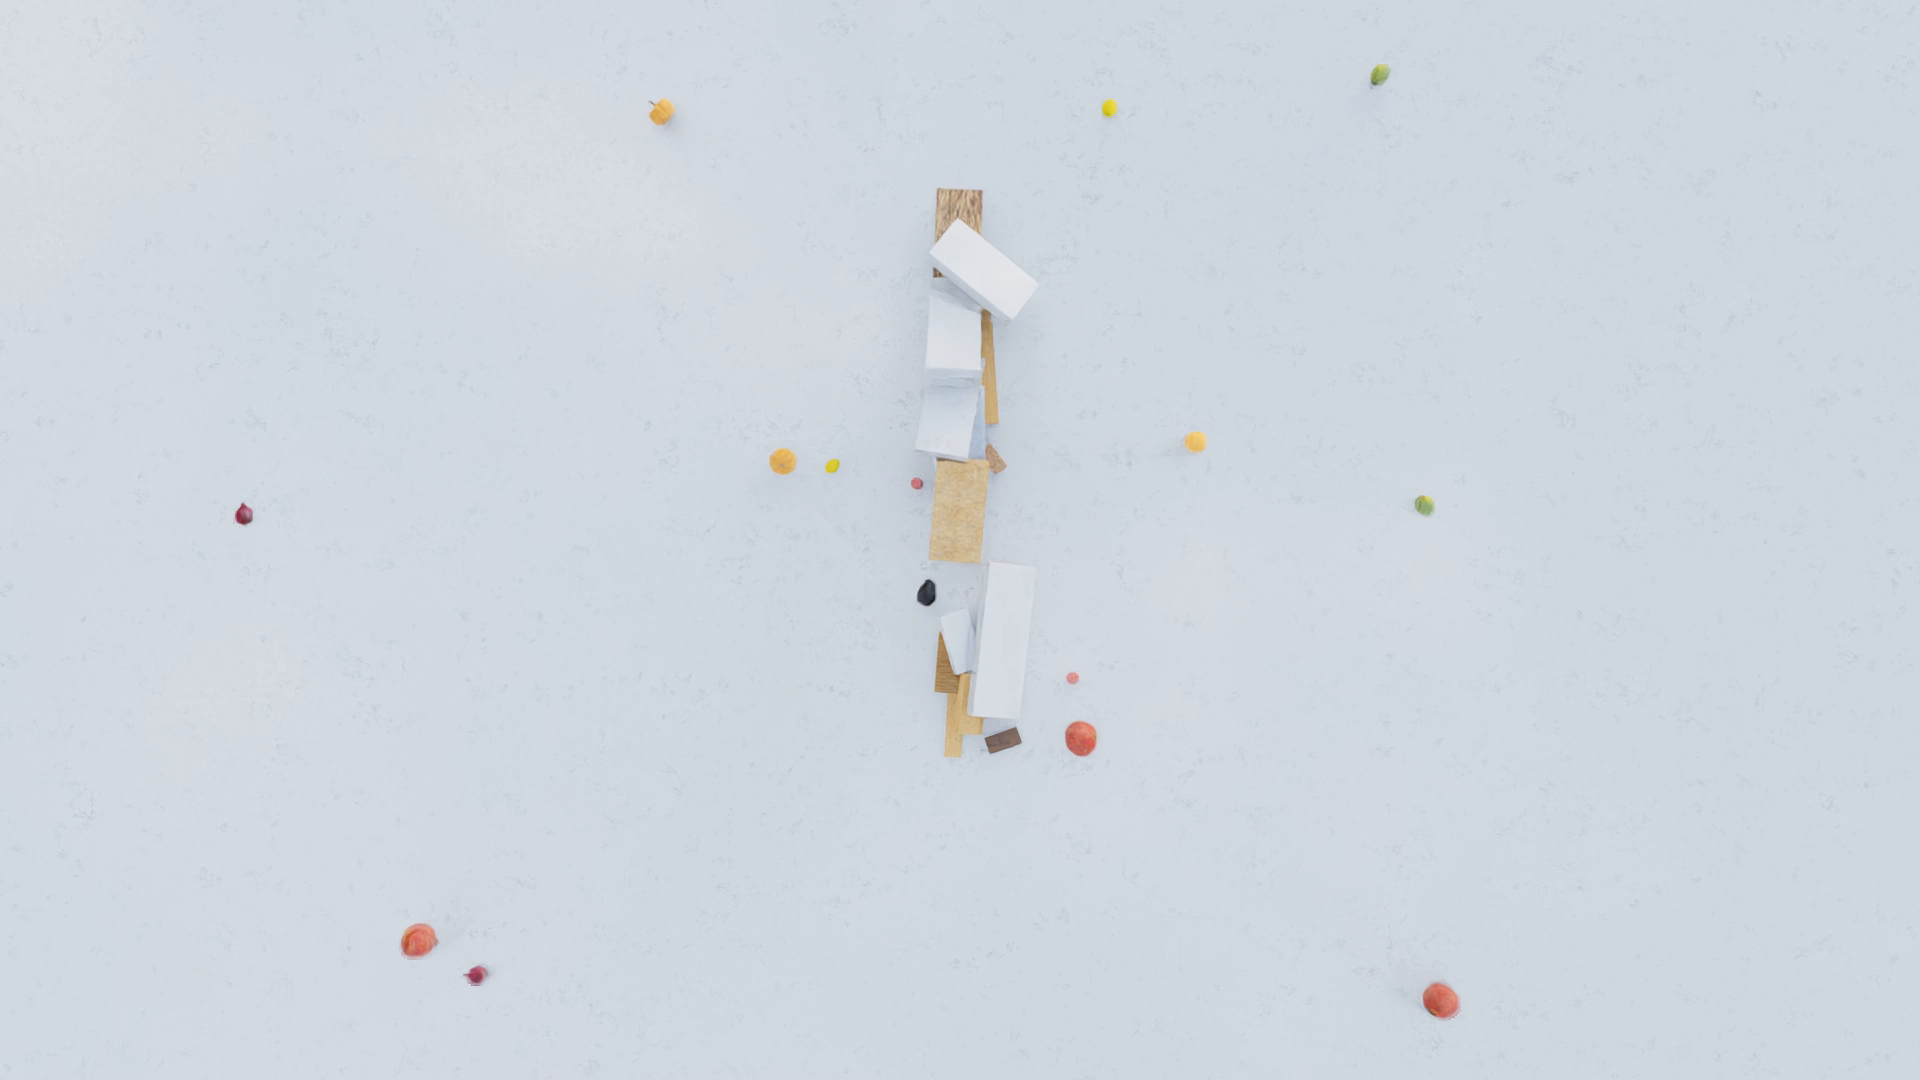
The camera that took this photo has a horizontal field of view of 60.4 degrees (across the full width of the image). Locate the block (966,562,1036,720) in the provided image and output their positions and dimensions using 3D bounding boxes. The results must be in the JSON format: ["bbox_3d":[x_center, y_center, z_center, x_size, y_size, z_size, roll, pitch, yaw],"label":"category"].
[{"bbox_3d":[0.138,0.331,5.443,0.171,0.049,0.507,6,90,-24],"label":"block"}]

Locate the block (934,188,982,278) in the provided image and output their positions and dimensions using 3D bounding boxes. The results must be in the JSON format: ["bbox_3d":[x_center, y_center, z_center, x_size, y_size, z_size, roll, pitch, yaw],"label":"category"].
[{"bbox_3d":[-0.006,-1.001,5.437,0.152,0.043,0.304,2,87,0],"label":"block"}]

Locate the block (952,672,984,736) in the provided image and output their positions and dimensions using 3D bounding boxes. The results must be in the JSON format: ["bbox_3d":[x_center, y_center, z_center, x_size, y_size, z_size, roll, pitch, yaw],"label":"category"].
[{"bbox_3d":[0.037,0.542,5.457,0.100,0.028,0.200,8,89,-37],"label":"block"}]

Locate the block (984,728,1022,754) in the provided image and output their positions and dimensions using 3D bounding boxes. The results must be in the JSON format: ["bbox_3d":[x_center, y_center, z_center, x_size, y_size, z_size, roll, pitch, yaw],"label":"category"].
[{"bbox_3d":[0.144,0.668,5.482,0.113,0.016,0.057,-19,76,-3],"label":"block"}]

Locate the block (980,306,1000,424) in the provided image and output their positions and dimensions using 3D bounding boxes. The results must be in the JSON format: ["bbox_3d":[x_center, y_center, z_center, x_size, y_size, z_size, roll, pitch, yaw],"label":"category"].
[{"bbox_3d":[0.033,-0.674,5.478,0.152,0.043,0.585,-4,90,0],"label":"block"}]

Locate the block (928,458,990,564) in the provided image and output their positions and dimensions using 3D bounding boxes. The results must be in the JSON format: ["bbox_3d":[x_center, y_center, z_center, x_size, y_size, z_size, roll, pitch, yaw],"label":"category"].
[{"bbox_3d":[-0.004,-0.096,5.416,0.172,0.049,0.344,5,110,-2],"label":"block"}]

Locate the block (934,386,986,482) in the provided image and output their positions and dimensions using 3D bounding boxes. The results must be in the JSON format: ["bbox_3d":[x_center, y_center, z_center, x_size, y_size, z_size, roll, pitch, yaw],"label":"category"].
[{"bbox_3d":[-0.003,-0.332,5.435,0.172,0.049,0.344,-1,93,0],"label":"block"}]

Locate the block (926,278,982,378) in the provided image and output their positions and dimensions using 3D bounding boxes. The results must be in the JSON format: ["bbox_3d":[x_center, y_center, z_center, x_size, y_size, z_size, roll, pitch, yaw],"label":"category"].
[{"bbox_3d":[-0.017,-0.691,5.344,0.171,0.049,0.343,3,65,0],"label":"block"}]

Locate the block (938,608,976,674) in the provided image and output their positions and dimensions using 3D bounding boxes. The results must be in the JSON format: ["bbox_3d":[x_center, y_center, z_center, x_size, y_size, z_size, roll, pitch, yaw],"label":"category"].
[{"bbox_3d":[0.002,0.332,5.429,0.100,0.028,0.200,-19,99,-20],"label":"block"}]

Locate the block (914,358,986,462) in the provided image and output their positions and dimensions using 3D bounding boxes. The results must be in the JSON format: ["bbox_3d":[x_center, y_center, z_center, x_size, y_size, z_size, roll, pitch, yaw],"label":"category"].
[{"bbox_3d":[-0.033,-0.436,5.358,0.172,0.049,0.344,10,75,3],"label":"block"}]

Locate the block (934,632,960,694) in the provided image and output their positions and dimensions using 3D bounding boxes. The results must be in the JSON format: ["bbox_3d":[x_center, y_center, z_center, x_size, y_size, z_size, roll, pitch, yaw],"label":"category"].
[{"bbox_3d":[-0.027,0.407,5.470,0.100,0.028,0.200,5,90,0],"label":"block"}]

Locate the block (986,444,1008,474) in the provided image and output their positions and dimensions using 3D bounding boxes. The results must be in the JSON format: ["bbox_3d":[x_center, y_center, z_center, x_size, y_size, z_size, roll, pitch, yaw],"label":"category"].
[{"bbox_3d":[0.110,-0.269,5.493,0.049,0.014,0.098,-37,90,0],"label":"block"}]

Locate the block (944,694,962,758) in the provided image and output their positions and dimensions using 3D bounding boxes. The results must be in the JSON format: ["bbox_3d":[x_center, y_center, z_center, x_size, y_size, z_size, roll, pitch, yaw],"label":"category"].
[{"bbox_3d":[-0.015,0.551,5.492,0.057,0.016,0.342,3,90,0],"label":"block"}]

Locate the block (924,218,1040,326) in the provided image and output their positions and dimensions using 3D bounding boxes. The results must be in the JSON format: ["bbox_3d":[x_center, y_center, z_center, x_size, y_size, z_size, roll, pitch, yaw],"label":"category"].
[{"bbox_3d":[0.072,-0.872,5.359,0.343,0.049,0.171,39,65,-5],"label":"block"}]

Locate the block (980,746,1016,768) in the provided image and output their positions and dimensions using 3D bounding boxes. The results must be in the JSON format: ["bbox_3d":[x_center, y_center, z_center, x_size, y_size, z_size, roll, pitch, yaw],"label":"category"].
[{"bbox_3d":[0.127,0.723,5.492,0.113,0.016,0.057,-6,90,0],"label":"block"}]

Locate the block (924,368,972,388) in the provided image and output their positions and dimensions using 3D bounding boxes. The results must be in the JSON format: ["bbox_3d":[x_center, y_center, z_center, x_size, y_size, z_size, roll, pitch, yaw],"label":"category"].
[{"bbox_3d":[-0.025,-0.643,5.372,0.152,0.043,0.304,6,65,1],"label":"block"}]
